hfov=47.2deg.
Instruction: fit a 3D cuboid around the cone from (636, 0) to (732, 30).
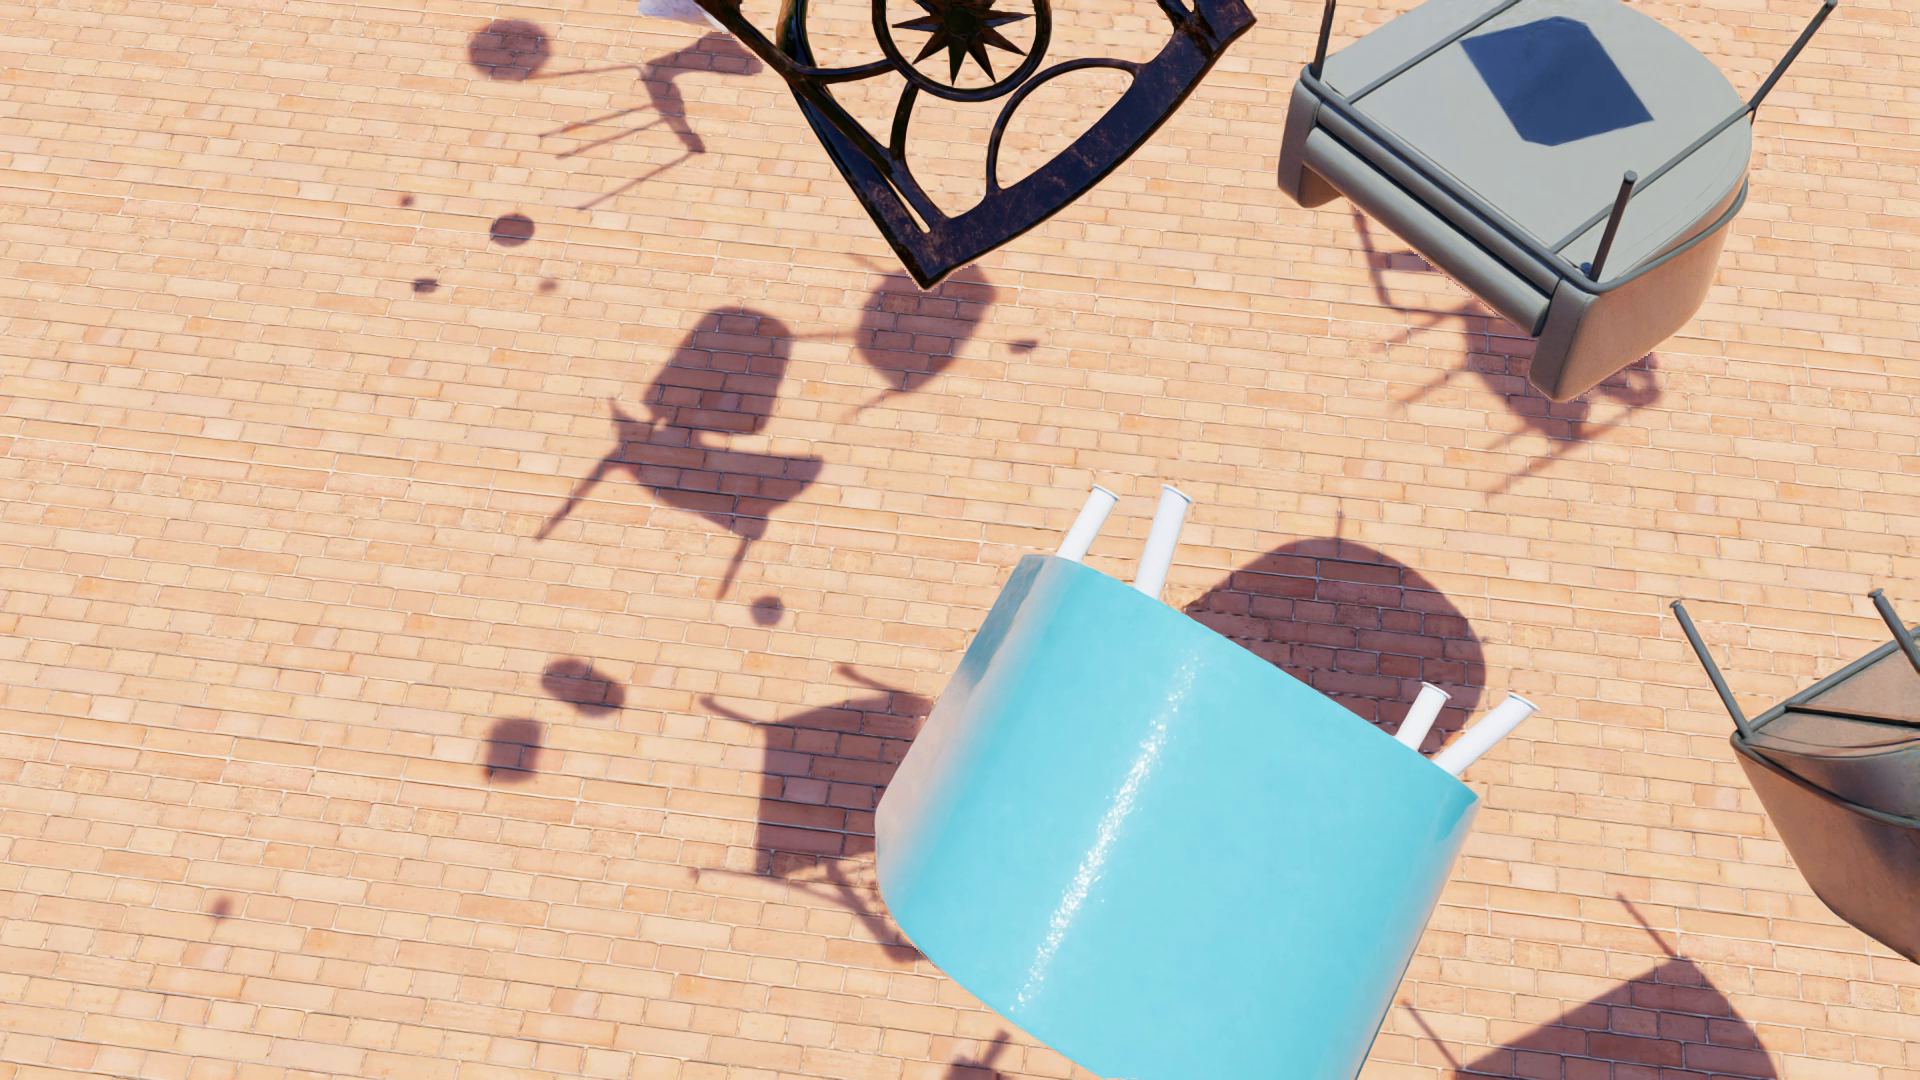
[{"bbox_3d":[-0.628,-1.168,4.718,0.170,0.252,0.208,-24,14,21],"label":"cone"}]
